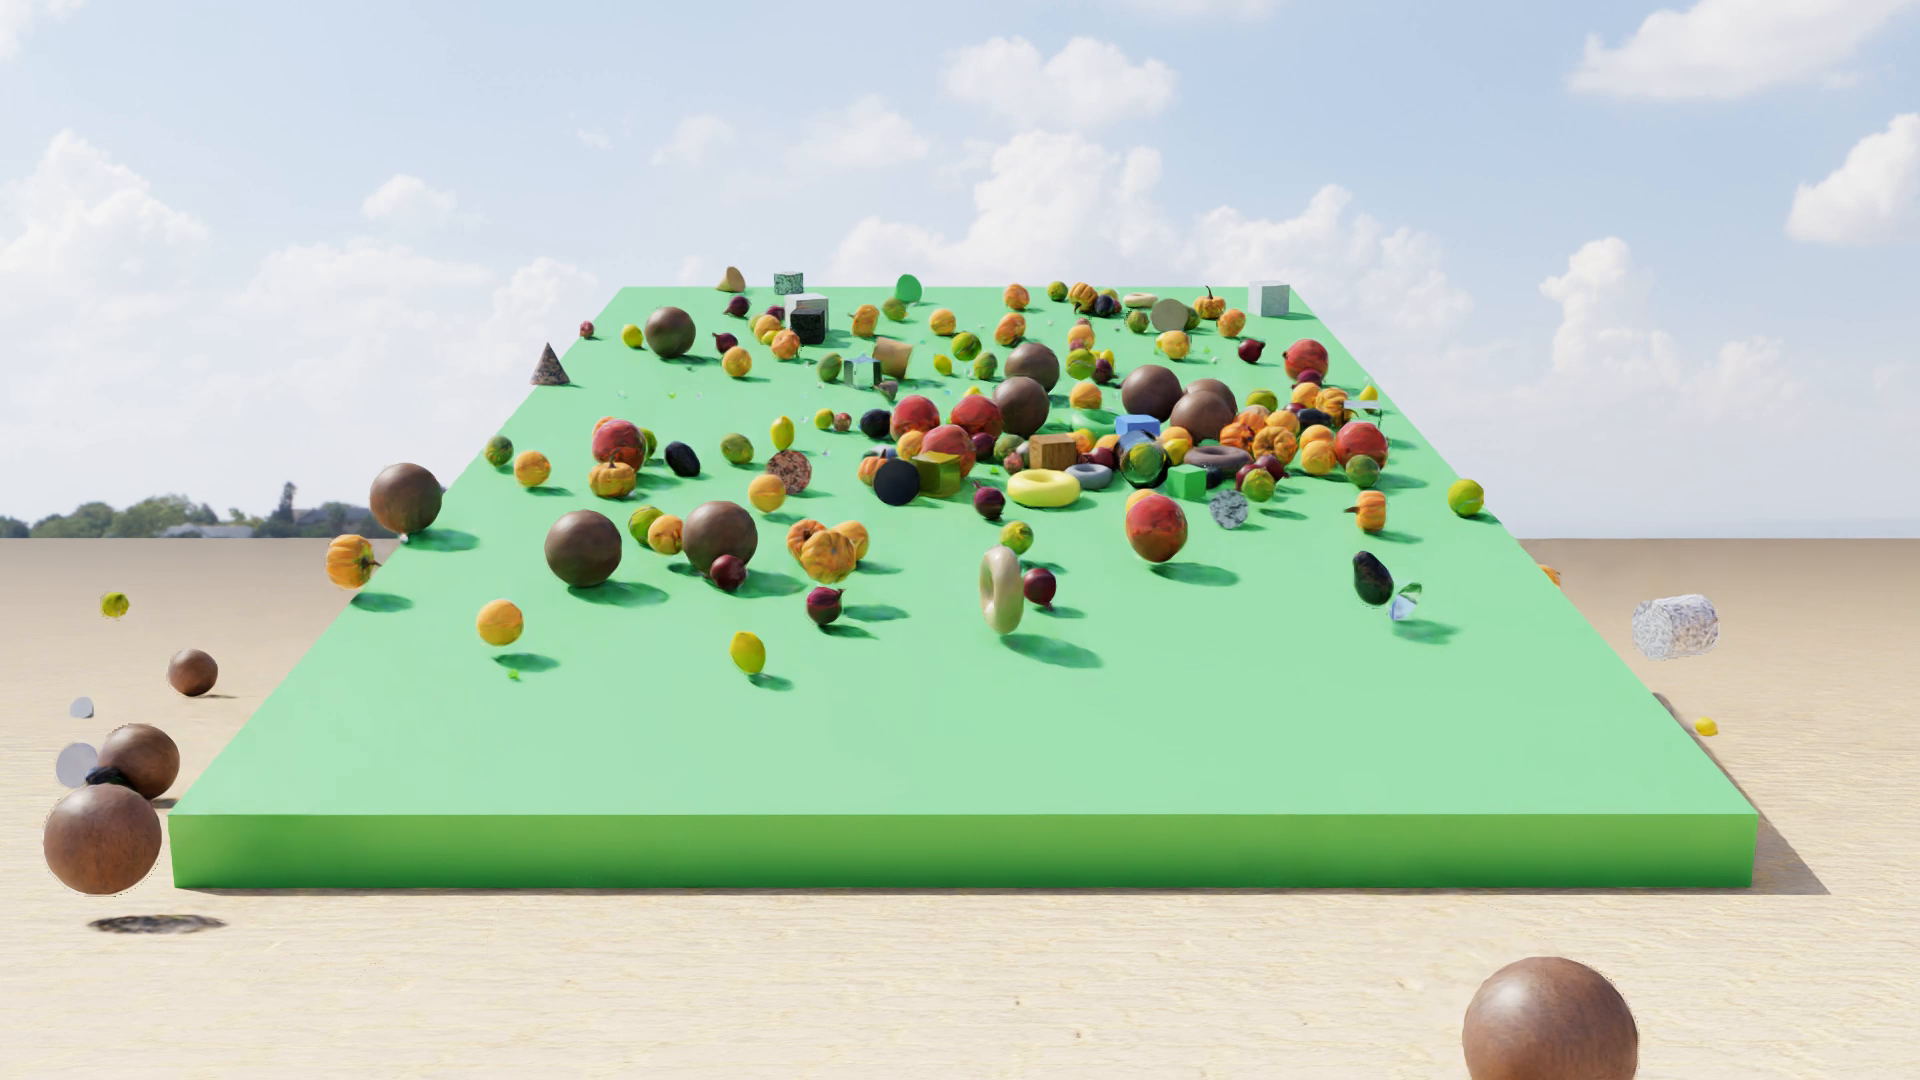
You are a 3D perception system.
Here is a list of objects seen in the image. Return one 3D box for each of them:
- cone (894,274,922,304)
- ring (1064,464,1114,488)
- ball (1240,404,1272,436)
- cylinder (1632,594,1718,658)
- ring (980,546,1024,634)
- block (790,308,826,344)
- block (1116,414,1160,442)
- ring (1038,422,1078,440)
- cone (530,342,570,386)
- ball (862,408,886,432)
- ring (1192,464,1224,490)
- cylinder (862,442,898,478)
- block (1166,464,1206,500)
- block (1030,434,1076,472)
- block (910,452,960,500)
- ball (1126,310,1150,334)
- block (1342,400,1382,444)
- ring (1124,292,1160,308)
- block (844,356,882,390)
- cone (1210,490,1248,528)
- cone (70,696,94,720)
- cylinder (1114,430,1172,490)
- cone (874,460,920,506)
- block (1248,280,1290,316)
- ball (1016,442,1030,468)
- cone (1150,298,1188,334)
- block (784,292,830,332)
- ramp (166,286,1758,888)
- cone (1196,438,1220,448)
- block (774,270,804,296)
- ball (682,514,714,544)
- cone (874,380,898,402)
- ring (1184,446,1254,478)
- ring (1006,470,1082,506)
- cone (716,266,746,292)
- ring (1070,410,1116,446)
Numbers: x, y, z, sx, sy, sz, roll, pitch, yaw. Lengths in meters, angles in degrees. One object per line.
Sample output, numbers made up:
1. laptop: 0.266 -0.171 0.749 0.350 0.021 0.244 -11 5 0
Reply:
1. cone: -0.170 -0.711 6.374 0.088 0.088 0.088 0 -14 -36
2. ring: 0.253 -0.125 4.350 0.100 0.033 0.100 -1 17 0
3. ball: 0.635 -0.257 4.740 0.070 0.070 0.070 0 0 0
4. cylinder: 1.147 0.138 3.545 0.094 0.094 0.094 -7 3 -24
5. ring: 0.064 0.077 3.415 0.046 0.139 0.139 -3 1 -14
6. block: -0.398 -0.558 5.771 0.079 0.079 0.079 1 16 4
7. block: 0.370 -0.219 4.606 0.071 0.071 0.071 -4 17 -15
8. ring: 0.209 -0.227 4.705 0.087 0.029 0.087 2 21 -1
9. cone: -0.983 -0.427 5.275 0.099 0.099 0.099 0 16 0
10. ball: -0.186 -0.260 4.784 0.052 0.052 0.052 0 0 0
11. ring: 0.469 -0.123 4.344 0.098 0.033 0.098 -2 19 1
12. cylinder: -0.161 -0.157 4.411 0.059 0.059 0.059 0 24 16
13. block: 0.437 -0.112 4.266 0.053 0.053 0.053 -11 19 -33
14. block: 0.186 -0.167 4.423 0.074 0.074 0.074 -5 17 -17
15. block: -0.048 -0.126 4.282 0.071 0.071 0.071 11 19 33
16. ball: 0.475 -0.583 5.893 0.060 0.060 0.060 0 0 0
17. block: 0.857 -0.252 4.715 0.076 0.076 0.076 2 16 6
18. ring: 0.516 -0.682 6.287 0.103 0.034 0.103 0 15 0
19. block: -0.231 -0.395 5.232 0.064 0.064 0.064 -11 19 -34
20. cone: 0.492 -0.051 4.092 0.072 0.072 0.072 0 -11 -5
21. cone: -2.112 0.418 5.344 0.060 0.060 0.060 0 -27 10
22. cylinder: 0.358 -0.158 4.345 0.098 0.098 0.098 0 16 -7
23. cone: -0.113 -0.101 4.250 0.091 0.091 0.091 0 -11 9
24. block: 0.864 -0.676 6.175 0.085 0.085 0.085 -5 17 -17
25. ball: 0.138 -0.172 4.475 0.053 0.053 0.053 0 0 0
26. cone: 0.564 -0.588 5.942 0.099 0.099 0.099 0 -11 6
27. block: -0.411 -0.607 5.919 0.092 0.092 0.092 -7 17 -23
28. ramp: -0.002 -0.160 4.709 2.000 0.100 4.000 0 16 0
29. cone: 0.515 -0.175 4.539 0.055 0.055 0.055 0 -11 12
30. block: -0.503 -0.754 6.483 0.062 0.062 0.062 9 18 28
31. ball: -0.468 -0.020 3.942 0.054 0.054 0.054 0 0 0
32. cone: -0.178 -0.349 5.064 0.052 0.052 0.052 13 -7 -31
33. ring: 0.519 -0.157 4.439 0.141 0.047 0.141 1 15 0
34. ring: 0.161 -0.099 4.233 0.143 0.048 0.143 1 17 0
35. cone: -0.695 -0.756 6.534 0.084 0.084 0.084 -22 -11 31
36. ring: 0.299 -0.240 4.695 0.136 0.045 0.136 10 23 -4
